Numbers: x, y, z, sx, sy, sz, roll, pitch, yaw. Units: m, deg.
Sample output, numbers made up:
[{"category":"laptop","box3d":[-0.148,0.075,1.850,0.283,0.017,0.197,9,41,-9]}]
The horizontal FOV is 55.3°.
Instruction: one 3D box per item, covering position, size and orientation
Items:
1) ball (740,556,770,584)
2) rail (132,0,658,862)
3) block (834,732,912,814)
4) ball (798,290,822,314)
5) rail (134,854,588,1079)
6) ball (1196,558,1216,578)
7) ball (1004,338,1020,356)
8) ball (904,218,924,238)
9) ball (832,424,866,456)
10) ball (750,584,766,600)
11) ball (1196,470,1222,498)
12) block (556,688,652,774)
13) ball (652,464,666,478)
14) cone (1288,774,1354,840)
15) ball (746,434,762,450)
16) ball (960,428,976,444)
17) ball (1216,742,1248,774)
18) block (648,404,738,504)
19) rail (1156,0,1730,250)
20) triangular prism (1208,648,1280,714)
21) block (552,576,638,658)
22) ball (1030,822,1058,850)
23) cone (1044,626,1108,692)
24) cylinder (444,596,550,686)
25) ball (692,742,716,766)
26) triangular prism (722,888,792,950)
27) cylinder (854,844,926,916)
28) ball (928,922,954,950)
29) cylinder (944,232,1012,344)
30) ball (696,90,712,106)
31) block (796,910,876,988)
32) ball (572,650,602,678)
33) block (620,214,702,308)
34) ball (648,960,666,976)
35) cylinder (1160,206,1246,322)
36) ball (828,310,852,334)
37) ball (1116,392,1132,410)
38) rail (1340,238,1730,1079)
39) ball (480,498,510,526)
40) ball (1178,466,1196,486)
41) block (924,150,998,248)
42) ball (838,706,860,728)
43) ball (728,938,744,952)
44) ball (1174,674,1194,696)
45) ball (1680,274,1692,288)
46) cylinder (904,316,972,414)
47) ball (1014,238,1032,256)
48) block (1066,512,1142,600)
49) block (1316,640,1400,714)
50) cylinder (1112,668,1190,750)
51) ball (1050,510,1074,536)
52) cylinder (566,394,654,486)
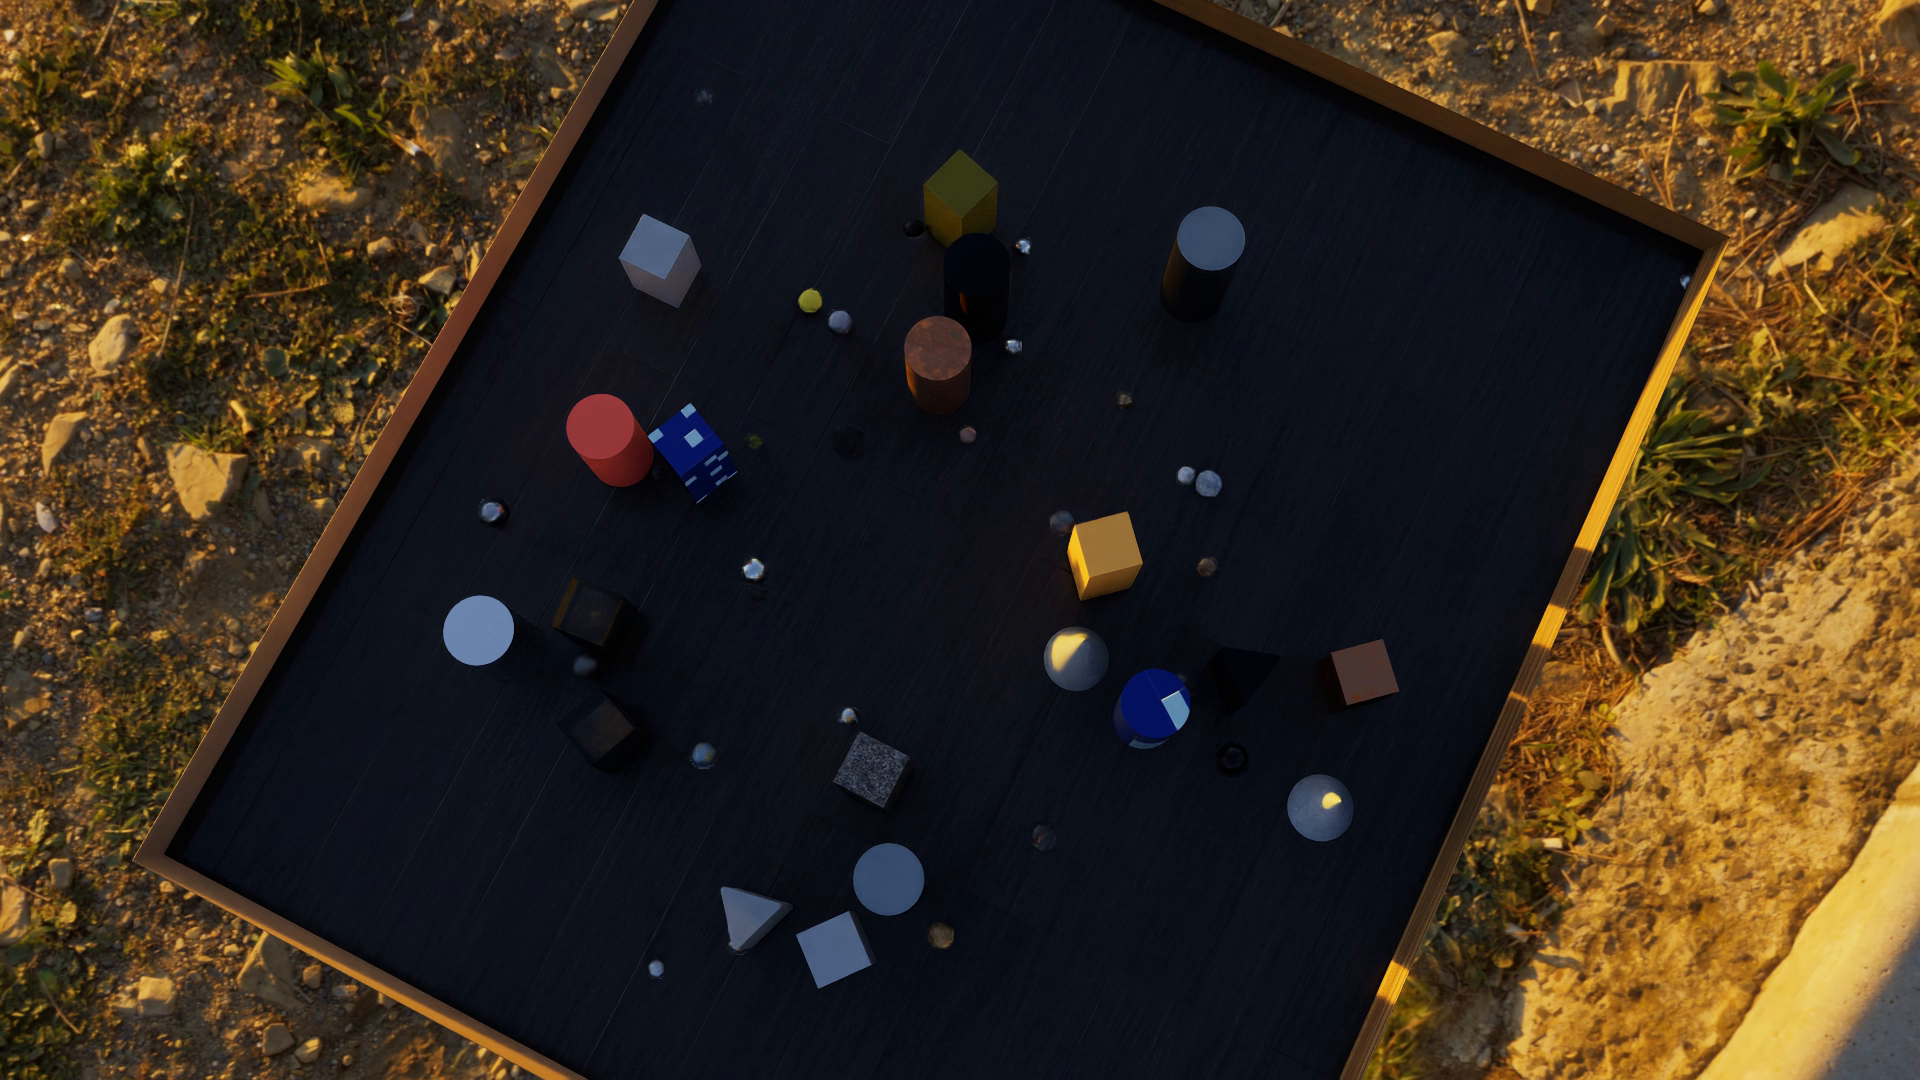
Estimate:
[{"category":"ball","box3d":[-0.622,0.092,5.554,0.086,0.086,0.086,0,78,0]},{"category":"rail","box3d":[-1.512,-0.734,5.702,0.045,0.128,3.843,26,80,5]},{"category":"block","box3d":[-0.246,0.676,5.280,0.158,0.386,0.158,27,80,5]},{"category":"ball","box3d":[-0.469,-0.747,5.733,0.074,0.074,0.074,0,78,0]},{"category":"rail","box3d":[-0.849,1.669,5.205,3.428,0.128,0.045,26,80,5]},{"category":"ball","box3d":[0.749,0.085,5.569,0.059,0.059,0.059,0,78,0]},{"category":"ball","box3d":[0.163,-0.602,5.715,0.052,0.052,0.052,0,78,0]},{"category":"ball","box3d":[-0.146,-0.985,5.787,0.065,0.065,0.065,0,78,0]},{"category":"ball","box3d":[-0.341,-0.306,5.630,0.099,0.099,0.099,0,78,0]},{"category":"ball","box3d":[-0.611,0.159,5.558,0.051,0.051,0.051,0,78,0]},{"category":"ball","box3d":[0.761,-0.171,5.611,0.081,0.081,0.081,0,78,0]},{"category":"block","box3d":[-1.032,0.560,5.341,0.158,0.313,0.158,-41,81,-8]},{"category":"ball","box3d":[-0.929,-0.210,5.638,0.043,0.043,0.043,0,78,0]},{"category":"cone","box3d":[1.073,0.765,5.303,0.197,0.304,0.197,0,78,0]},{"category":"ball","box3d":[-0.636,-0.302,5.655,0.047,0.047,0.047,0,78,0]},{"category":"ball","box3d":[0.025,-0.323,5.657,0.052,0.052,0.052,0,78,0]},{"category":"ball","box3d":[0.808,0.649,5.435,0.093,0.093,0.093,0,78,0]},{"category":"block","box3d":[-0.798,-0.256,5.494,0.158,0.343,0.158,-39,81,-7]},{"category":"rail","box3d":[0.849,-1.655,5.893,3.428,0.128,0.045,26,80,5]},{"category":"triangular prism","box3d":[0.807,0.384,5.386,0.148,0.296,0.171,38,81,7]},{"category":"block","box3d":[-1.082,0.231,5.438,0.158,0.256,0.158,21,79,4]},{"category":"ball","box3d":[0.245,0.871,5.394,0.082,0.082,0.082,0,78,0]},{"category":"cone","box3d":[0.352,0.319,5.351,0.197,0.391,0.197,0,78,0]},{"category":"cylinder","box3d":[-1.340,0.298,5.322,0.197,0.455,0.197,0,78,0]},{"category":"ball","box3d":[-0.762,0.637,5.449,0.071,0.071,0.071,0,78,0]},{"category":"triangular prism","box3d":[-0.603,1.044,5.203,0.171,0.386,0.148,-43,81,-8]},{"category":"cylinder","box3d":[-0.198,0.974,5.242,0.197,0.339,0.197,0,78,0]},{"category":"ball","box3d":[-0.055,1.151,5.338,0.079,0.079,0.079,0,78,0]},{"category":"cylinder","box3d":[0.050,-0.756,5.546,0.197,0.445,0.197,0,78,0]},{"category":"ball","box3d":[-0.823,-1.418,5.883,0.054,0.054,0.054,0,78,0]},{"category":"block","box3d":[-0.347,1.159,5.197,0.158,0.352,0.158,-23,79,-5]},{"category":"ball","box3d":[-1.119,0.372,5.496,0.086,0.086,0.086,0,78,0]},{"category":"block","box3d":[-0.923,-0.859,5.660,0.158,0.263,0.158,26,79,5]},{"category":"ball","box3d":[-0.883,1.246,5.334,0.048,0.048,0.048,0,78,0]},{"category":"cylinder","box3d":[0.729,-0.827,5.545,0.197,0.475,0.197,0,78,0]},{"category":"ball","box3d":[-0.374,-0.680,5.719,0.075,0.075,0.075,0,78,0]},{"category":"ball","box3d":[0.510,-0.431,5.679,0.052,0.052,0.052,0,78,0]},{"category":"rail","box3d":[1.512,0.747,5.395,0.045,0.128,3.843,26,80,5]},{"category":"ball","box3d":[-1.420,-0.084,5.589,0.088,0.088,0.088,0,78,0]},{"category":"ball","box3d":[0.697,-0.197,5.626,0.061,0.061,0.061,0,78,0]},{"category":"block","box3d":[0.002,-1.028,5.646,0.158,0.359,0.158,43,81,8]},{"category":"ball","box3d":[-0.331,0.528,5.474,0.065,0.065,0.065,0,78,0]},{"category":"ball","box3d":[-0.652,1.180,5.348,0.048,0.048,0.048,0,78,0]},{"category":"ball","box3d":[0.663,0.439,5.485,0.080,0.080,0.080,0,78,0]},{"category":"ball","box3d":[2.287,-0.814,5.762,0.046,0.046,0.046,0,78,0]},{"category":"cylinder","box3d":[-0.065,-0.524,5.538,0.197,0.367,0.197,0,78,0]},{"category":"ball","box3d":[0.199,-0.922,5.779,0.055,0.055,0.055,0,78,0]},{"category":"block","box3d":[0.423,0.052,5.406,0.158,0.392,0.158,-14,79,-3]},{"category":"block","box3d":[1.169,0.405,5.408,0.158,0.243,0.158,-15,79,-3]},{"category":"cylinder","box3d":[0.552,0.495,5.341,0.197,0.338,0.197,0,78,0]},{"category":"ball","box3d":[0.311,-0.051,5.587,0.078,0.078,0.078,0,78,0]},{"category":"cylinder","box3d":[-1.046,-0.295,5.500,0.197,0.348,0.197,0,78,0]}]
